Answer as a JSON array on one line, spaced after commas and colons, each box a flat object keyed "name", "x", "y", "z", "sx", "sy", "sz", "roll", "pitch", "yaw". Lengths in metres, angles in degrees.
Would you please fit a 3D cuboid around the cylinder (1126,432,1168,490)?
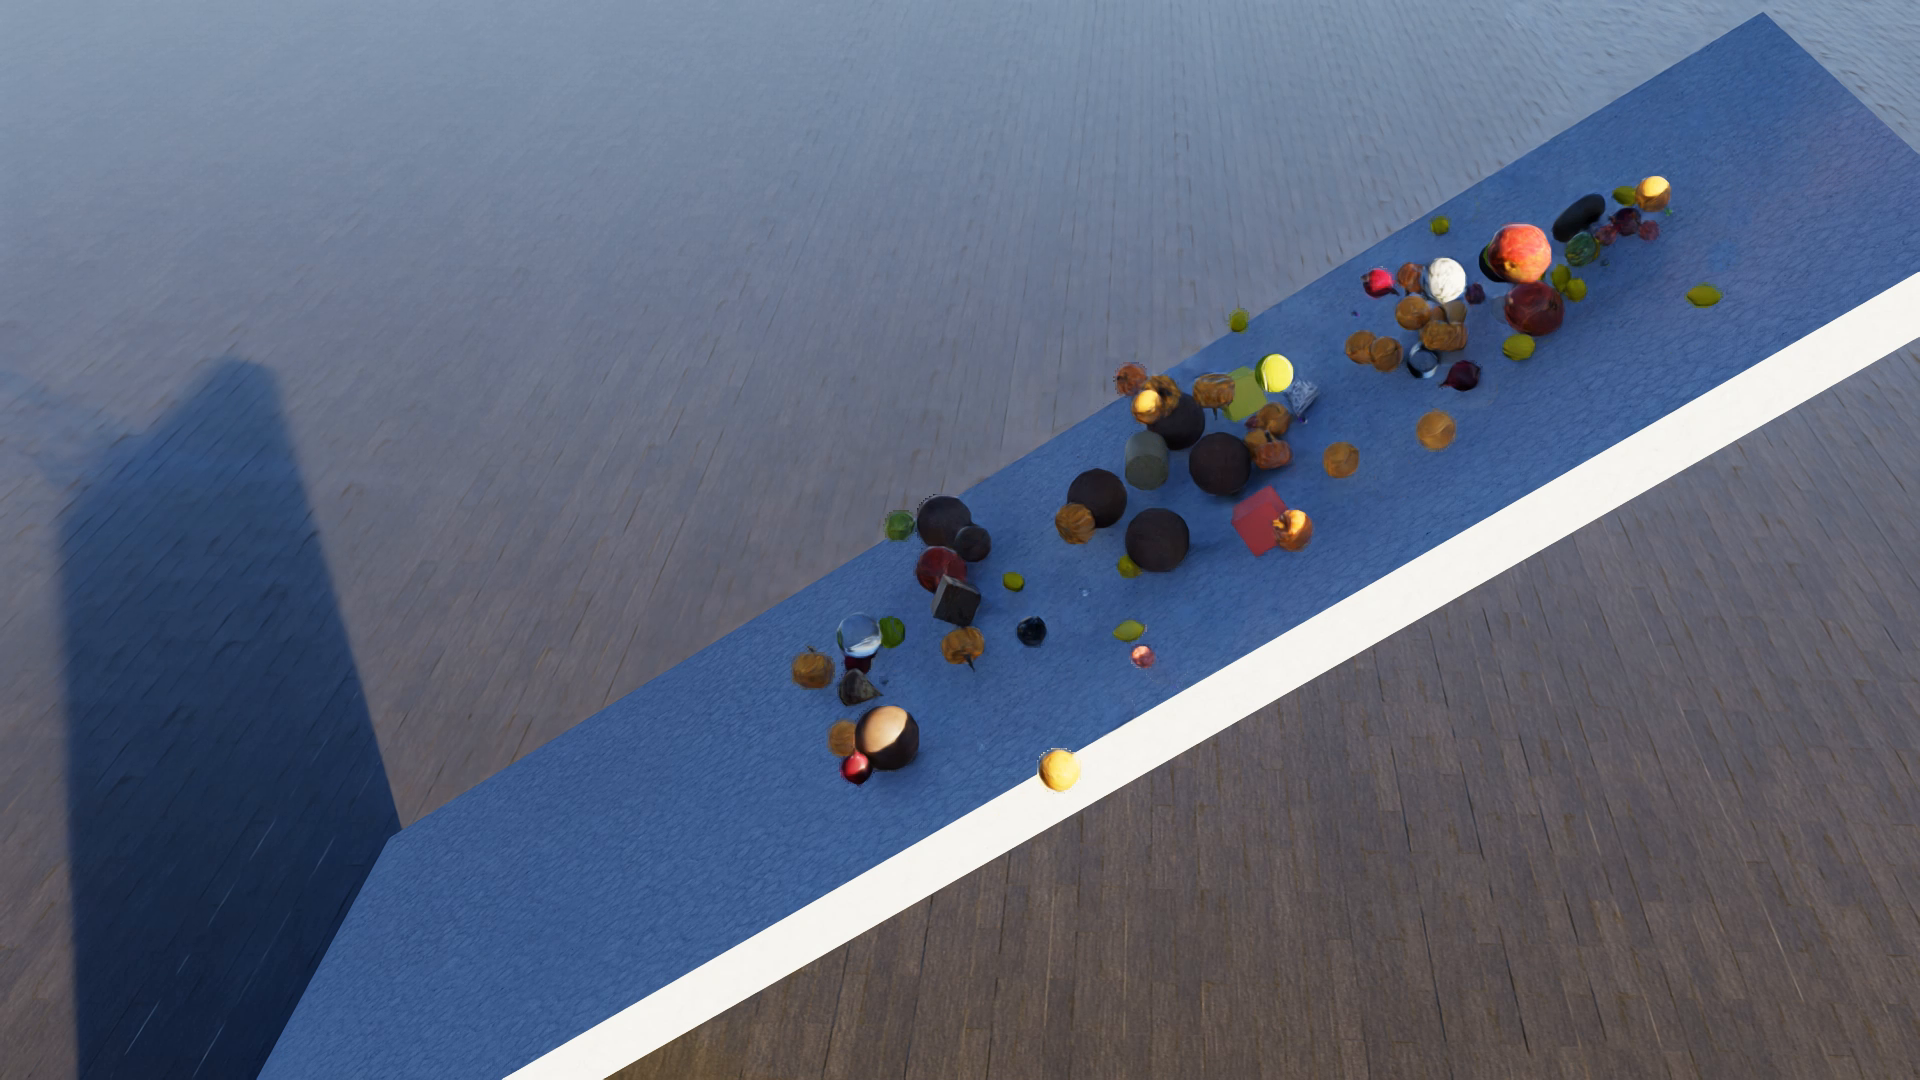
[{"name": "cylinder", "x": 0.403, "y": -0.171, "z": 6.353, "sx": 0.093, "sy": 0.093, "sz": 0.093, "roll": 1, "pitch": 35, "yaw": 3}]

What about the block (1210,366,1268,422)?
[{"name": "block", "x": 0.598, "y": -0.313, "z": 6.293, "sx": 0.083, "sy": 0.083, "sz": 0.083, "roll": -25, "pitch": 15, "yaw": -4}]

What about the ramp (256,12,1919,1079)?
[{"name": "ramp", "x": 0.139, "y": 0.171, "z": 6.296, "sx": 4.000, "sy": 0.100, "sz": 2.000, "roll": -31, "pitch": 15, "yaw": 14}]

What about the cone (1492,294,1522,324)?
[{"name": "cone", "x": 1.089, "y": -0.466, "z": 5.826, "sx": 0.062, "sy": 0.062, "sz": 0.062, "roll": 7, "pitch": 25, "yaw": 18}]

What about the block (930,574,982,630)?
[{"name": "block", "x": -0.009, "y": 0.132, "z": 6.320, "sx": 0.080, "sy": 0.080, "sz": 0.080, "roll": 20, "pitch": 10, "yaw": -11}]

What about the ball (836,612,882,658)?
[{"name": "ball", "x": -0.219, "y": 0.208, "z": 6.397, "sx": 0.099, "sy": 0.099, "sz": 0.099, "roll": 0, "pitch": 20, "yaw": 0}]

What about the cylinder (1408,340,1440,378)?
[{"name": "cylinder", "x": 0.936, "y": -0.364, "z": 5.938, "sx": 0.060, "sy": 0.060, "sz": 0.060, "roll": 4, "pitch": 26, "yaw": 12}]

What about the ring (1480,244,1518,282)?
[{"name": "ring", "x": 1.118, "y": -0.576, "z": 6.105, "sx": 0.087, "sy": 0.087, "sz": 0.029, "roll": -6, "pitch": -16, "yaw": -15}]

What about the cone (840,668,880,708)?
[{"name": "cone", "x": -0.198, "y": 0.323, "z": 6.278, "sx": 0.085, "sy": 0.085, "sz": 0.085, "roll": 9, "pitch": 22, "yaw": 38}]

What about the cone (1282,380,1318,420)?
[{"name": "cone", "x": 0.715, "y": -0.286, "z": 6.216, "sx": 0.078, "sy": 0.078, "sz": 0.078, "roll": 5, "pitch": 60, "yaw": 12}]

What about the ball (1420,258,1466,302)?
[{"name": "ball", "x": 0.940, "y": -0.507, "z": 5.732, "sx": 0.088, "sy": 0.088, "sz": 0.088, "roll": 0, "pitch": 20, "yaw": 0}]

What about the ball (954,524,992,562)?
[{"name": "ball", "x": 0.030, "y": 0.009, "z": 6.669, "sx": 0.086, "sy": 0.086, "sz": 0.086, "roll": 0, "pitch": 20, "yaw": 0}]

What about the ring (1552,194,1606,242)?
[{"name": "ring", "x": 1.284, "y": -0.669, "z": 6.101, "sx": 0.129, "sy": 0.129, "sz": 0.043, "roll": -22, "pitch": 69, "yaw": -45}]

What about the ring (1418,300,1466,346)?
[{"name": "ring", "x": 0.984, "y": -0.440, "z": 5.995, "sx": 0.039, "sy": 0.117, "sz": 0.117, "roll": 39, "pitch": 11, "yaw": -18}]

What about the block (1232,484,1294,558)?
[{"name": "block", "x": 0.581, "y": -0.037, "z": 5.633, "sx": 0.085, "sy": 0.085, "sz": 0.085, "roll": -31, "pitch": 15, "yaw": 20}]
